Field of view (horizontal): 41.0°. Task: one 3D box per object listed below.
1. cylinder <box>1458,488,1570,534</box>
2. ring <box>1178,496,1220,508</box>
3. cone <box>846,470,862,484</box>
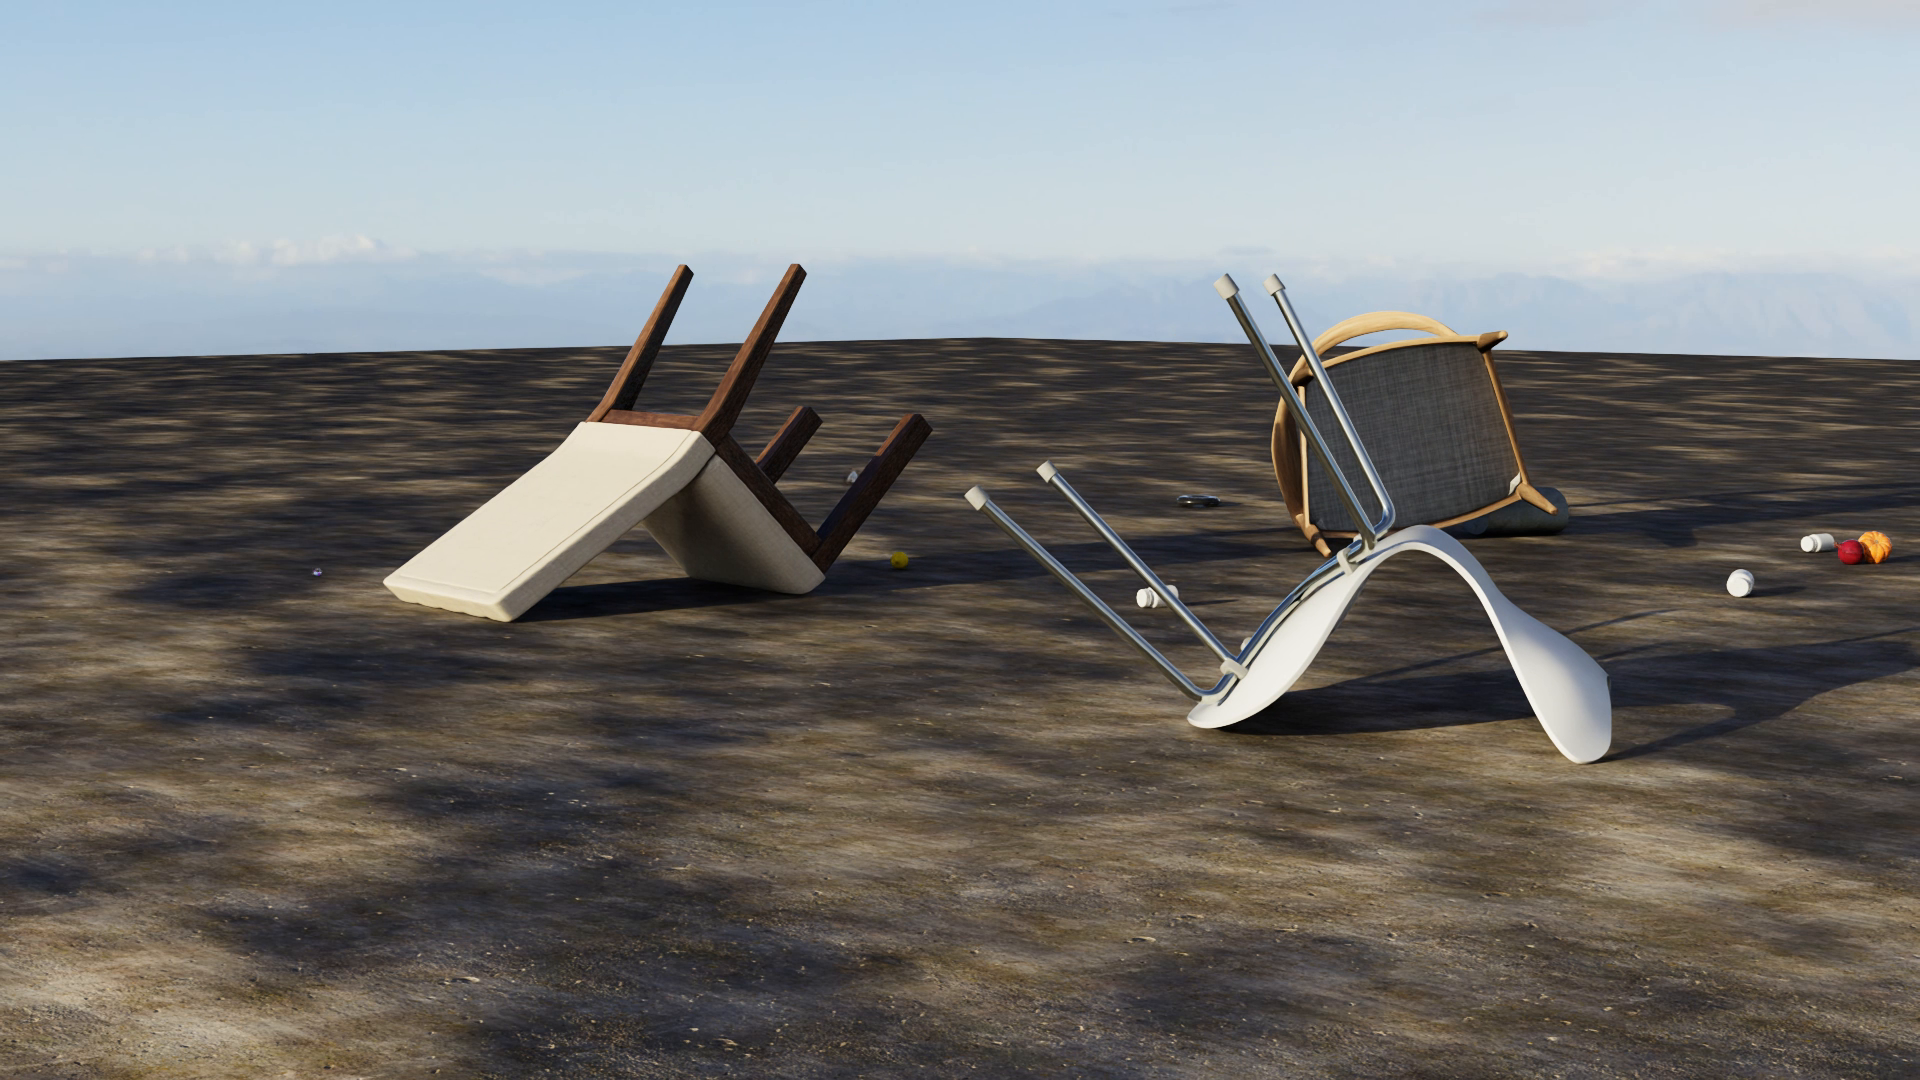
[{"bbox_3d":[1.418,-0.075,6.576,0.215,0.116,0.203,-1,8,-12],"label":"cylinder"},{"bbox_3d":[0.684,-0.111,7.360,0.125,0.028,0.121,-2,7,-21],"label":"ring"},{"bbox_3d":[-0.327,-0.189,8.141,0.047,0.047,0.079,28,9,7],"label":"cone"}]
